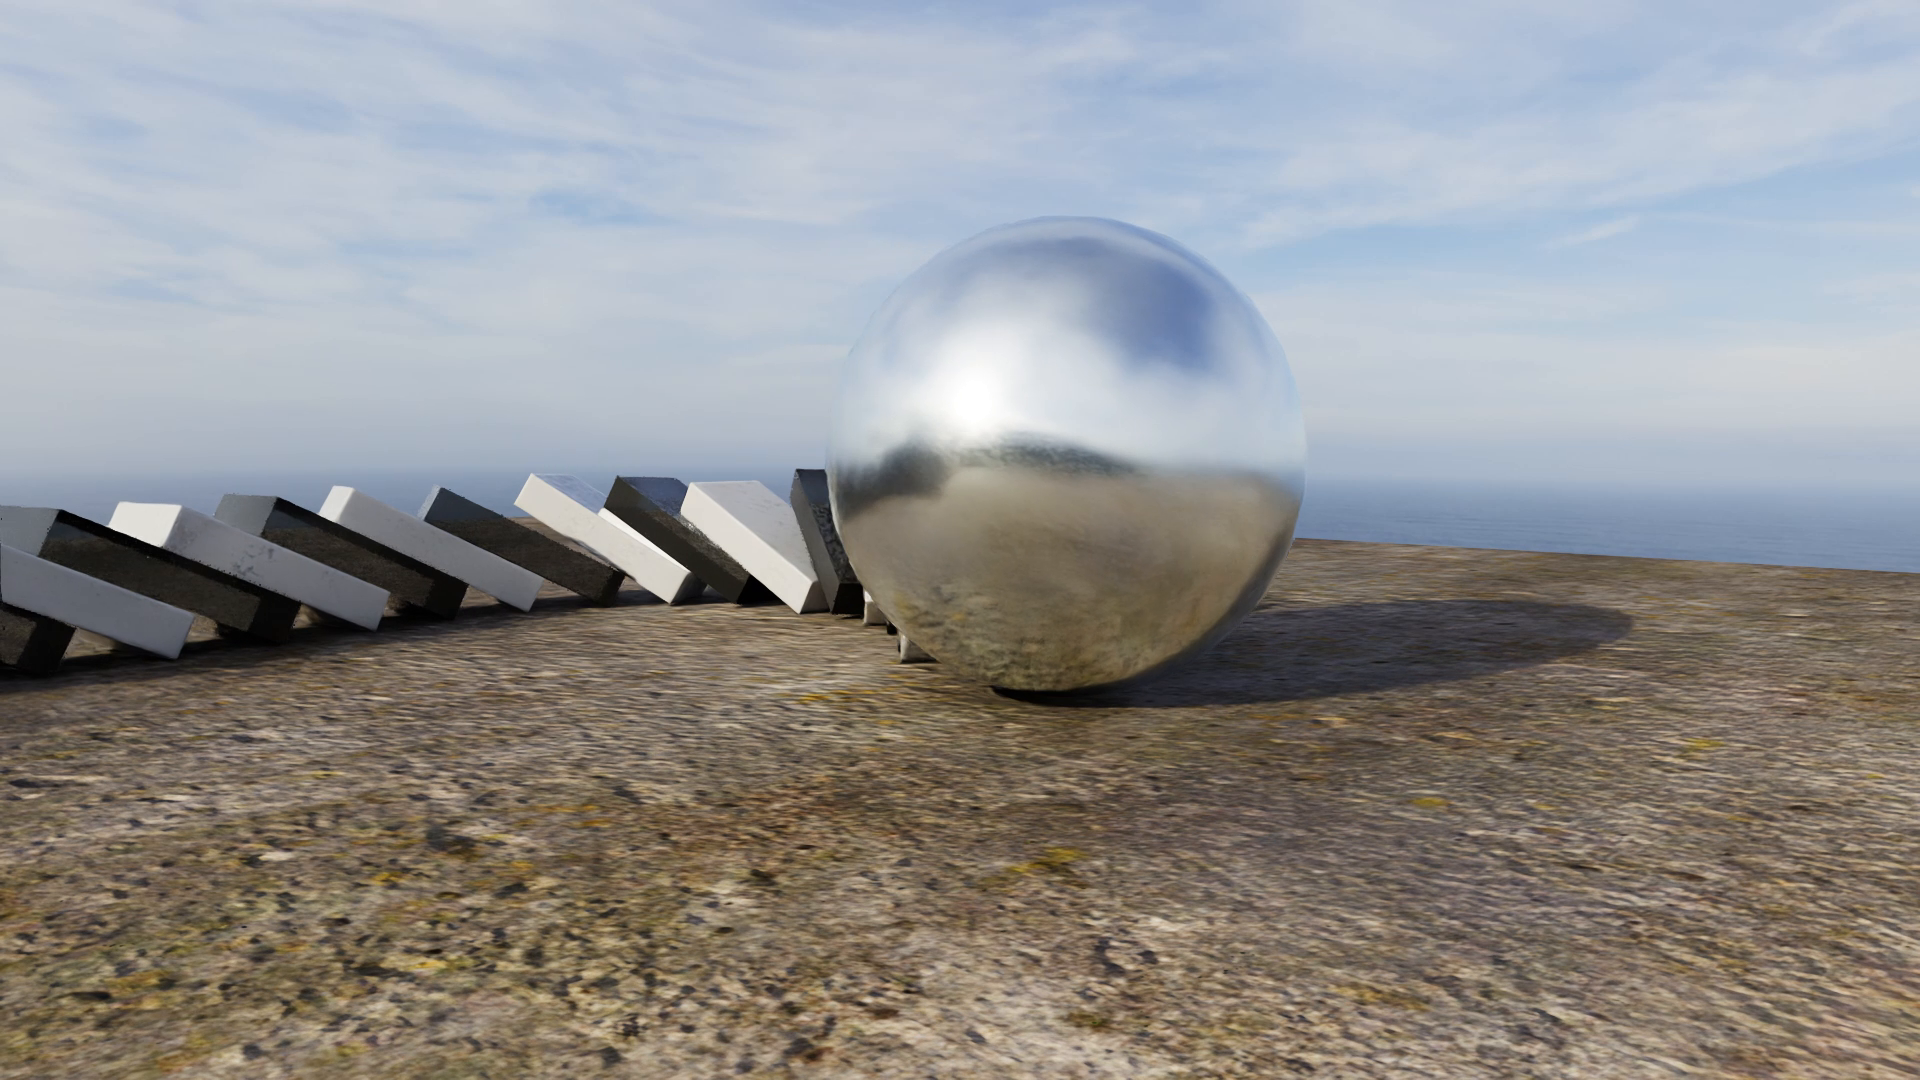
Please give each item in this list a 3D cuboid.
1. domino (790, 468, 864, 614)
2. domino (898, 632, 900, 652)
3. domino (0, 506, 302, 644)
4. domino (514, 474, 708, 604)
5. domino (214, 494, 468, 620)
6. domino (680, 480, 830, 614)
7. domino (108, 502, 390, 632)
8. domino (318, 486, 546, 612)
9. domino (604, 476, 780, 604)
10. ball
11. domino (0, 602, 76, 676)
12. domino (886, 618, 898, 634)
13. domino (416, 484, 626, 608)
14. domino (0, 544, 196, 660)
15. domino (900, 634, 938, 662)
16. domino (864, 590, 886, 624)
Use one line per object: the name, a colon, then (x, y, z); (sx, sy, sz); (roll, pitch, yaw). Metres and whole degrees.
domino: (-0.026, 0.000, 0.331); (0.025, 0.010, 0.050); (2, 35, -23)
domino: (-0.002, 0.000, 0.275); (0.025, 0.050, 0.009); (0, -37, -7)
domino: (-0.165, 0.008, 0.260); (0.025, 0.009, 0.050); (3, -21, 32)
domino: (-0.093, -0.001, 0.350); (0.050, 0.010, 0.025); (32, 6, 5)
domino: (-0.144, 0.005, 0.299); (0.025, 0.009, 0.050); (3, -22, 37)
domino: (-0.049, 0.001, 0.341); (0.050, 0.009, 0.025); (36, 24, 29)
domino: (-0.154, 0.006, 0.280); (0.025, 0.009, 0.050); (3, -21, 32)
domino: (-0.132, 0.002, 0.320); (0.050, 0.009, 0.025); (31, -15, -32)
domino: (-0.070, -0.001, 0.351); (0.050, 0.009, 0.025); (34, 15, 21)
ball: (0.017, -0.014, 0.217); (0.080, 0.080, 0.080); (0, 4, 0)
domino: (-0.187, 0.010, 0.223); (0.025, 0.009, 0.050); (3, -22, 32)
domino: (-0.005, -0.002, 0.300); (0.025, 0.050, 0.010); (0, -37, -7)
domino: (-0.114, 0.002, 0.334); (0.050, 0.010, 0.025); (29, -9, -25)
domino: (-0.176, 0.009, 0.241); (0.025, 0.010, 0.050); (3, -21, 32)
domino: (-0.001, 0.001, 0.263); (0.025, 0.050, 0.009); (-1, -37, -7)
domino: (-0.011, -0.003, 0.312); (0.025, 0.050, 0.009); (1, -37, -6)
